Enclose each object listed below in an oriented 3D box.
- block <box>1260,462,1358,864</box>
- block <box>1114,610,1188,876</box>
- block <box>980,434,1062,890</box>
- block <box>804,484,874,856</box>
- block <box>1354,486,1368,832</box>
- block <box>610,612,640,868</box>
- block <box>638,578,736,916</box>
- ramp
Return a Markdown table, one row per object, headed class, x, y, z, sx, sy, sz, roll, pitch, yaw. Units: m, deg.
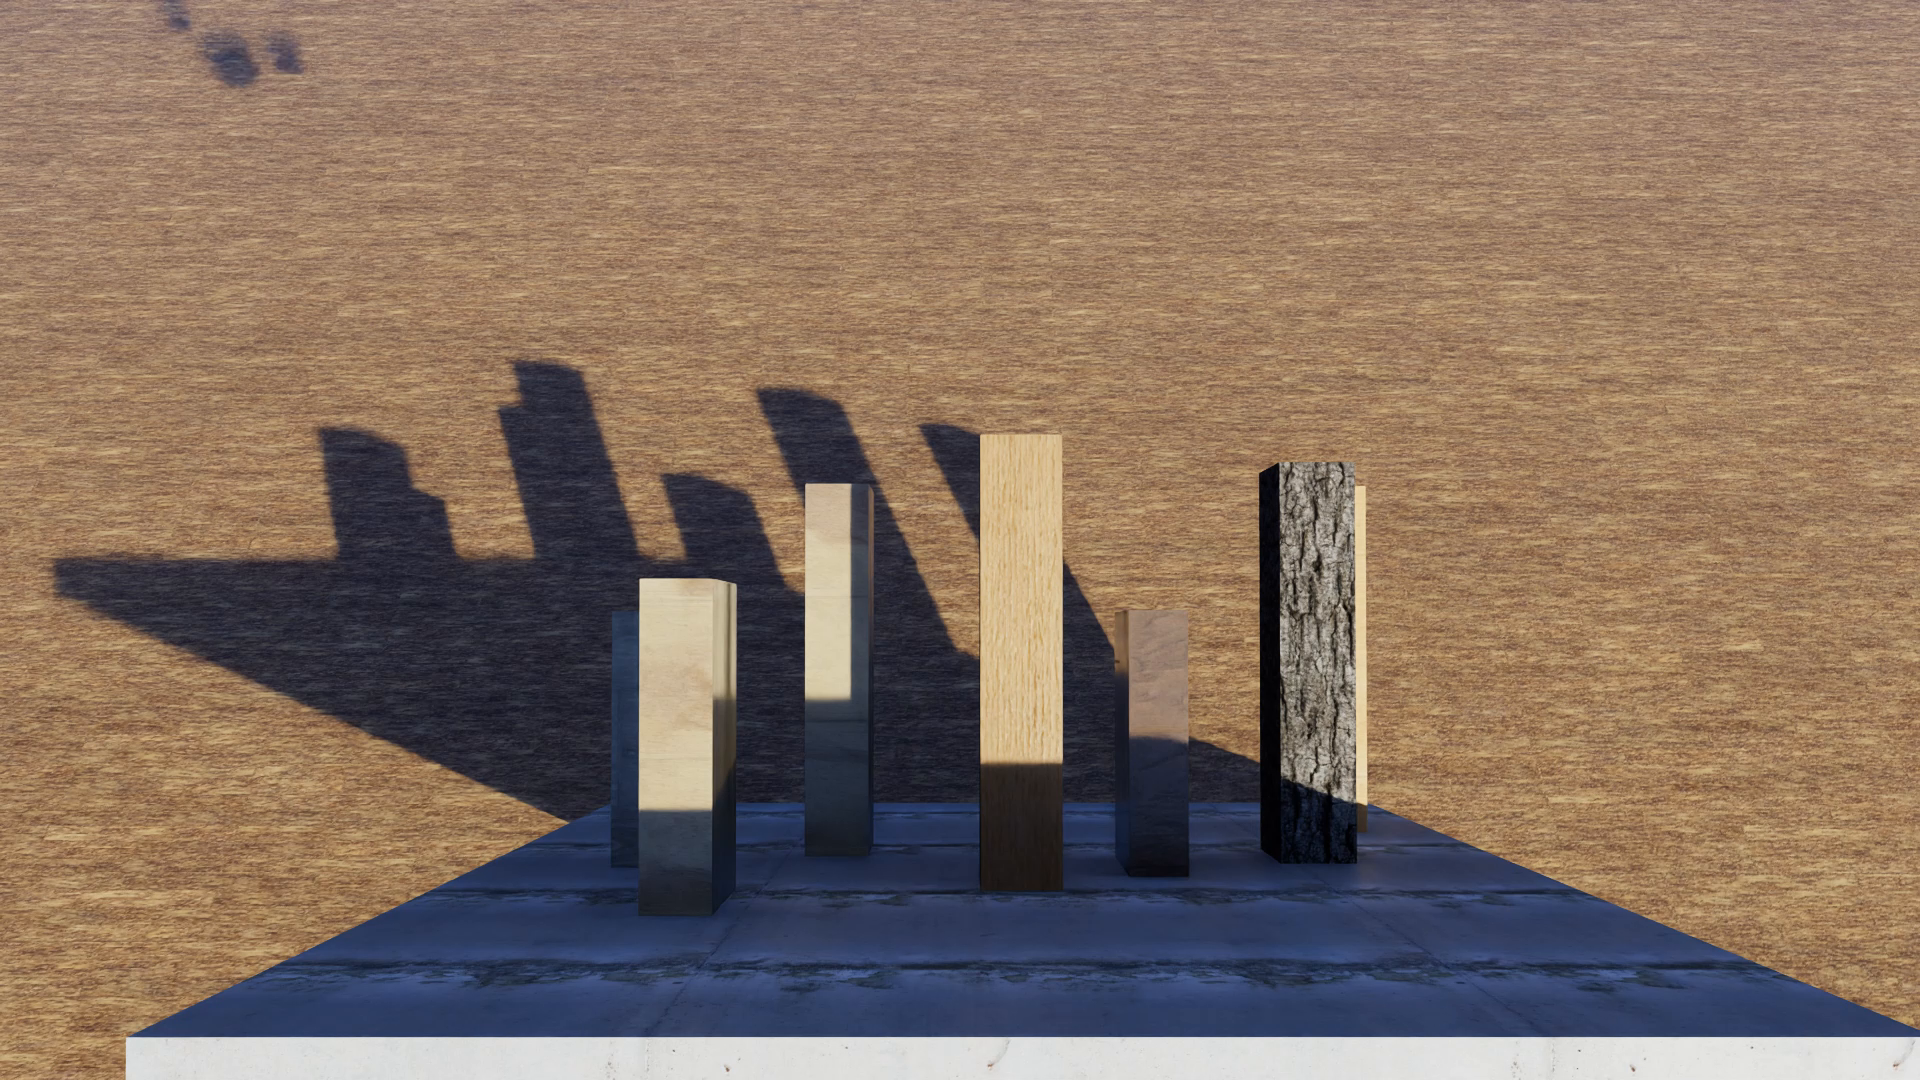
| class | x | y | z | sx | sy | sz | roll | pitch | yaw |
| --- | --- | --- | --- | --- | --- | --- | --- | --- | --- |
| block | 0.698 | 0.244 | 5.235 | 0.147 | 0.781 | 0.346 | 0 | -2 | 0 |
| block | 0.366 | 0.382 | 4.997 | 0.109 | 0.490 | 0.435 | 0 | -2 | 0 |
| block | 0.107 | 0.217 | 4.652 | 0.143 | 0.794 | 0.252 | 0 | -2 | 0 |
| block | -0.248 | 0.266 | 5.386 | 0.127 | 0.748 | 0.322 | 0 | -2 | 0 |
| block | 0.868 | 0.275 | 6.054 | 0.095 | 0.780 | 0.401 | 0 | -2 | 0 |
| block | -0.627 | 0.388 | 5.150 | 0.080 | 0.489 | 0.352 | 0 | -2 | 0 |
| block | -0.451 | 0.336 | 4.341 | 0.116 | 0.534 | 0.441 | 0 | -2 | 0 |
| ramp | 0.079 | 0.672 | 4.868 | 2.000 | 0.100 | 4.000 | 0 | -2 | 0 |
